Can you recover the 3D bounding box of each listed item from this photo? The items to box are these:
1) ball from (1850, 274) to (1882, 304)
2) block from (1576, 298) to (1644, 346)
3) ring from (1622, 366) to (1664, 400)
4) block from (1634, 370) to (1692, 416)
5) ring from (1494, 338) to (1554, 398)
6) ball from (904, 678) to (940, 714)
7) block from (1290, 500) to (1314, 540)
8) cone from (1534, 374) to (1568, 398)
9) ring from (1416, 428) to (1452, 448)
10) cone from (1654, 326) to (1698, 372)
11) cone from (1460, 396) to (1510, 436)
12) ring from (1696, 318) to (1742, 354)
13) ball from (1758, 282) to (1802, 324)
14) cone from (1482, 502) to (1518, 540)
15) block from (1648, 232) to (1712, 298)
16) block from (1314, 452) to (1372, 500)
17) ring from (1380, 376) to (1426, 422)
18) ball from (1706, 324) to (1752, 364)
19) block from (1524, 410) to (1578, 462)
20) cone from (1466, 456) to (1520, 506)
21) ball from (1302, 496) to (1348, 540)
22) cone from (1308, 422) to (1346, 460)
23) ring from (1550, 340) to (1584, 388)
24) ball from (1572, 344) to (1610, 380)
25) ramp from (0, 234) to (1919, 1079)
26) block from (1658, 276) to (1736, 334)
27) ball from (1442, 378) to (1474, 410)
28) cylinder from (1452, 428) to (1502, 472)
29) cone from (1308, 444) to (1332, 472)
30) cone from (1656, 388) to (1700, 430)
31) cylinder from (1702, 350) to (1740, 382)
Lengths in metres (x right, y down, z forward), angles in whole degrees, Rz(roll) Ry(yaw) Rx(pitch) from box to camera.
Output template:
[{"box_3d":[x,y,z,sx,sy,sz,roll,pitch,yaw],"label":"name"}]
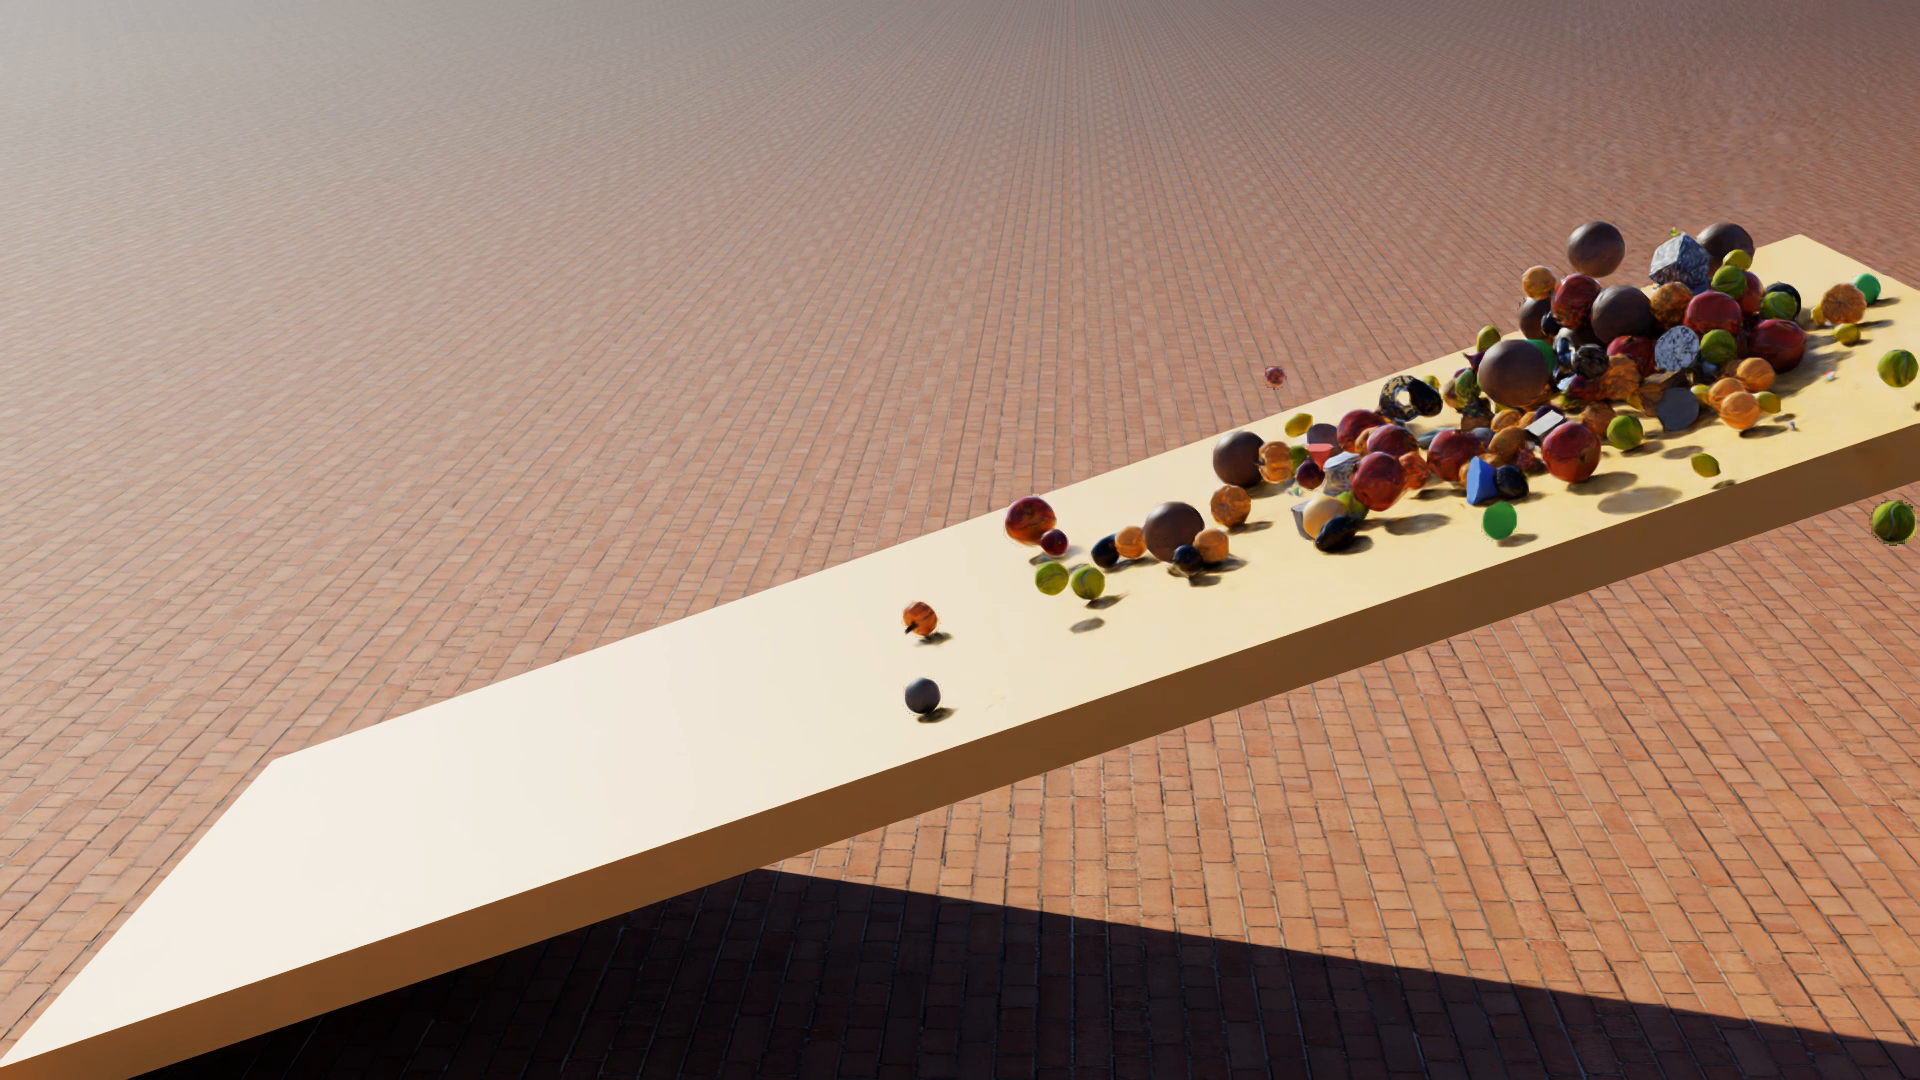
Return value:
[{"box_3d":[1.879,-0.521,6.107,0.063,0.063,0.063,0,13,0],"label":"ball"},{"box_3d":[1.452,-0.479,6.572,0.096,0.096,0.096,-22,11,-9],"label":"block"},{"box_3d":[1.418,-0.322,6.017,0.130,0.043,0.130,-21,10,4],"label":"ring"},{"box_3d":[1.397,-0.292,5.829,0.071,0.071,0.071,-29,14,-24],"label":"block"},{"box_3d":[1.157,-0.353,6.036,0.140,0.140,0.047,-7,43,-27],"label":"ring"},{"box_3d":[-0.072,0.298,5.613,0.070,0.070,0.070,0,13,0],"label":"ball"},{"box_3d":[0.709,-0.043,5.883,0.063,0.063,0.063,-22,11,-7],"label":"block"},{"box_3d":[1.292,-0.336,6.328,0.079,0.079,0.079,-10,17,-39],"label":"cone"},{"box_3d":[1.012,-0.217,6.276,0.079,0.026,0.079,-20,10,4],"label":"ring"},{"box_3d":[1.438,-0.362,5.812,0.095,0.095,0.095,13,-9,44],"label":"cone"},{"box_3d":[1.117,-0.249,6.208,0.091,0.091,0.091,17,19,27],"label":"cone"},{"box_3d":[1.598,-0.433,6.235,0.125,0.042,0.125,-22,13,5],"label":"ring"},{"box_3d":[1.735,-0.501,6.228,0.090,0.090,0.090,0,13,0],"label":"ball"},{"box_3d":[0.974,-0.043,5.384,0.070,0.070,0.070,-3,14,-13],"label":"cone"},{"box_3d":[1.501,-0.572,6.131,0.082,0.082,0.082,36,-34,-17],"label":"block"},{"box_3d":[0.797,-0.133,6.126,0.074,0.074,0.074,-24,12,-13],"label":"block"},{"box_3d":[0.977,-0.311,6.486,0.109,0.109,0.036,8,-10,32],"label":"ring"},{"box_3d":[1.565,-0.395,5.989,0.090,0.090,0.090,0,13,0],"label":"ball"},{"box_3d":[1.166,-0.204,5.792,0.065,0.065,0.065,-34,20,-2],"label":"block"},{"box_3d":[1.037,-0.109,5.676,0.096,0.096,0.096,6,12,-4],"label":"cone"},{"box_3d":[0.716,-0.043,5.772,0.089,0.089,0.089,0,13,0],"label":"ball"},{"box_3d":[0.793,-0.196,6.521,0.095,0.095,0.095,-5,-23,-23],"label":"cone"},{"box_3d":[1.244,-0.362,6.056,0.036,0.109,0.109,-33,20,-9],"label":"ring"},{"box_3d":[1.217,-0.344,5.677,0.070,0.070,0.070,0,13,0],"label":"ball"},{"box_3d":[0.113,0.178,6.300,4.000,0.100,2.000,-19,11,6],"label":"ramp"},{"box_3d":[1.553,-0.501,6.195,0.096,0.096,0.096,27,0,-18],"label":"block"},{"box_3d":[1.104,-0.325,6.517,0.069,0.069,0.069,0,13,0],"label":"ball"},{"box_3d":[1.040,-0.181,5.916,0.075,0.075,0.075,8,22,32],"label":"cylinder"},{"box_3d":[0.729,-0.163,5.948,0.052,0.052,0.052,-6,20,2],"label":"cone"},{"box_3d":[1.408,-0.248,5.701,0.085,0.085,0.085,9,-1,36],"label":"cone"},{"box_3d":[1.532,-0.348,5.922,0.053,0.053,0.053,-6,25,-24],"label":"cylinder"}]
